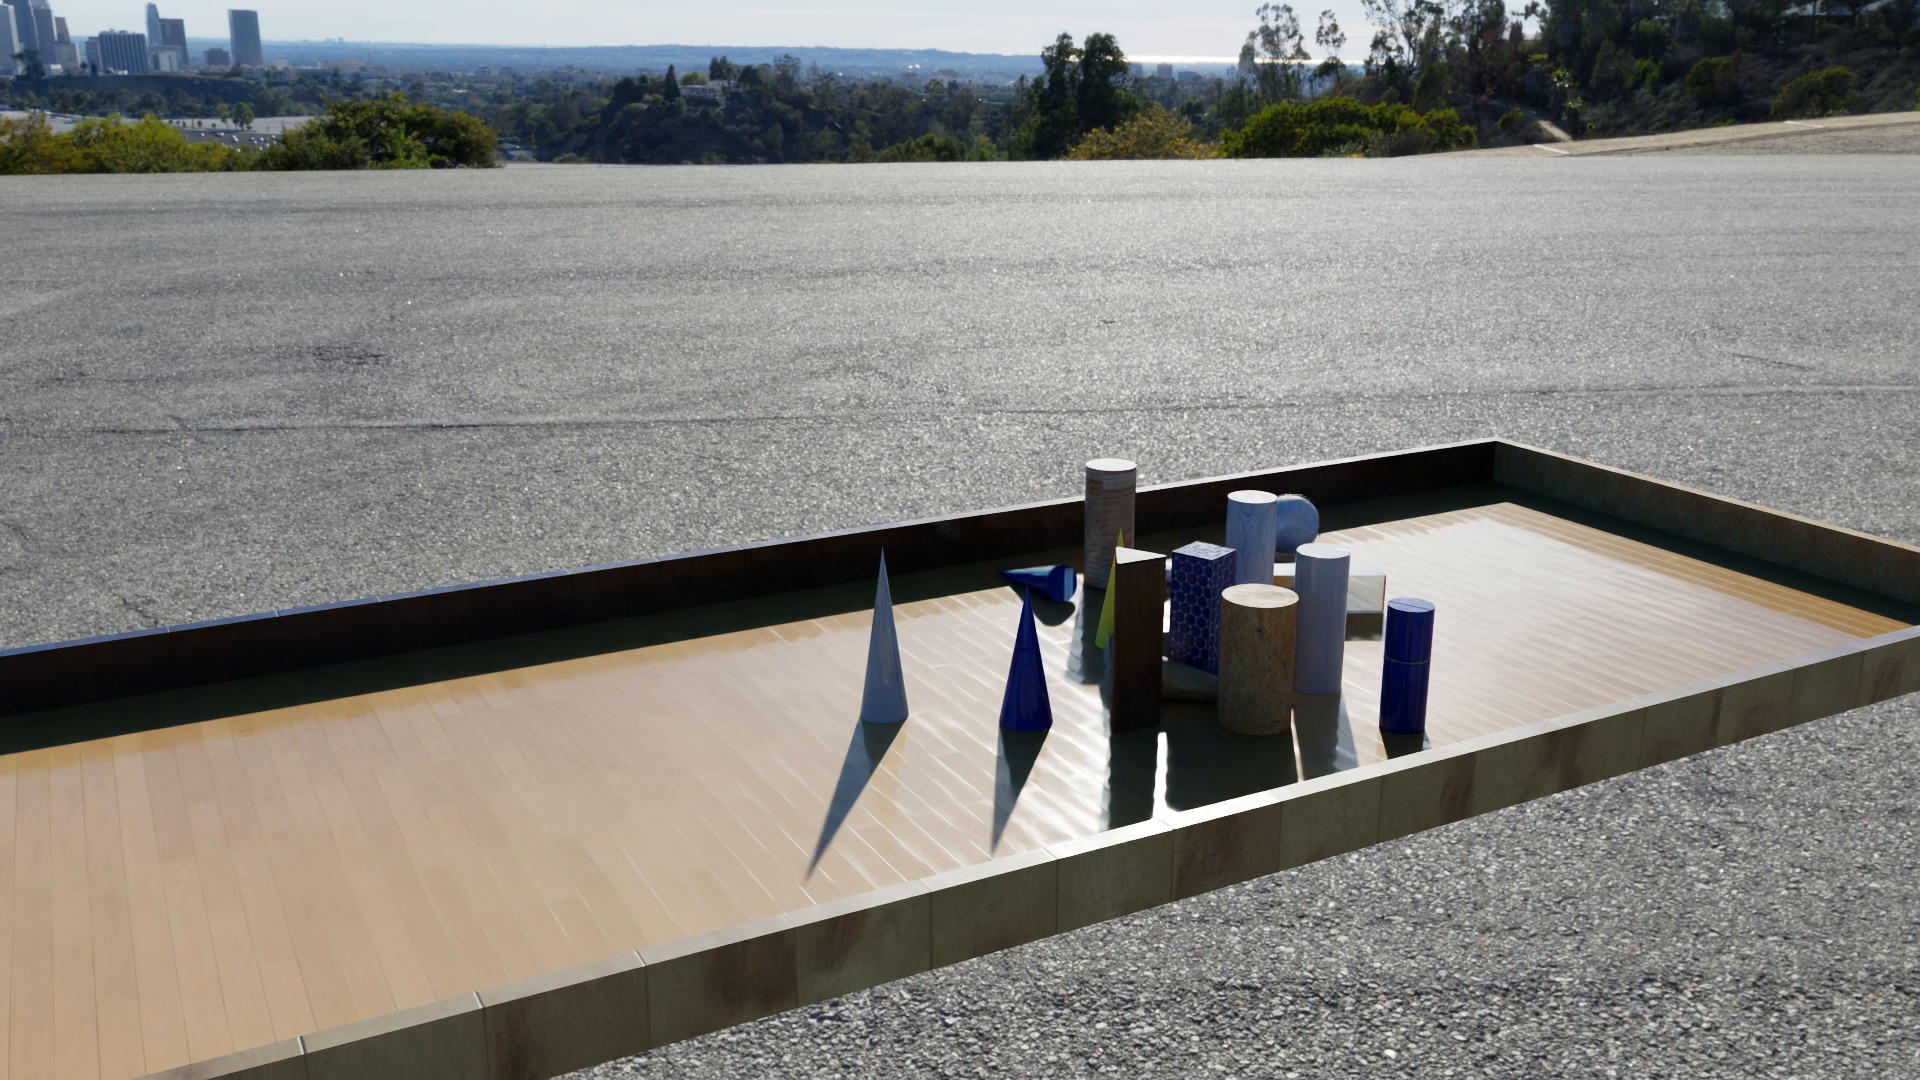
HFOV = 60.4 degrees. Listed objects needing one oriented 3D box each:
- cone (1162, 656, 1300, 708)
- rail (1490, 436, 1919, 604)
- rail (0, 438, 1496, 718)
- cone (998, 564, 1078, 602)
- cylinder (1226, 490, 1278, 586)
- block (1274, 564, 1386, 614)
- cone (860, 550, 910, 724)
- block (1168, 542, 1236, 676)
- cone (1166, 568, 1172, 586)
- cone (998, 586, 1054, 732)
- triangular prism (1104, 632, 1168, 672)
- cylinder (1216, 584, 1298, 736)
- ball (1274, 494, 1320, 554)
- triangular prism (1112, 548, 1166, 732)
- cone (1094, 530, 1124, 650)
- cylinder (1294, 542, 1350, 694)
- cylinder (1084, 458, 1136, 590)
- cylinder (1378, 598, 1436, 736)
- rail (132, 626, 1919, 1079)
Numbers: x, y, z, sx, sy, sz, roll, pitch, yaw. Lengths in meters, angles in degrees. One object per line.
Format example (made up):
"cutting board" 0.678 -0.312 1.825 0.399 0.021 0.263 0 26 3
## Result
"cone" 0.614 0.361 4.010 0.432 0.132 0.132 11 18 8
"rail" 2.466 -0.048 5.253 0.050 0.150 2.100 -9 18 -27
"rail" -3.305 0.497 3.399 12.000 0.150 0.050 -9 18 -27
"cone" 0.200 0.111 4.882 0.111 0.111 0.345 -10 9 -32
"cylinder" 0.760 0.085 4.336 0.128 0.411 0.128 0 16 0
"block" 0.985 0.137 4.691 0.421 0.112 0.112 0 16 0
"cone" -0.180 0.216 3.884 0.118 0.415 0.118 0 16 0
"block" 0.599 0.191 4.092 0.115 0.345 0.115 13 21 38
"cone" 0.620 0.109 4.890 0.361 0.106 0.106 -2 14 -39
"cone" 0.156 0.263 3.852 0.129 0.343 0.129 0 16 0
"triangular prism" 0.546 0.276 4.255 0.338 0.085 0.098 -2 17 -7
"cylinder" 0.694 0.278 3.857 0.175 0.311 0.175 0 16 0
"ball" 1.036 -0.049 5.185 0.189 0.189 0.189 0 16 0
"triangular prism" 0.390 0.228 3.847 0.128 0.413 0.111 -8 18 -26
"cone" 0.421 0.122 4.368 0.121 0.323 0.121 0 16 0
"cylinder" 0.887 0.194 4.074 0.130 0.350 0.130 0 16 0
"cylinder" 0.442 -0.046 4.866 0.149 0.363 0.149 0 16 0
"cylinder" 1.035 0.293 3.826 0.106 0.301 0.106 0 16 0
"rail" -2.336 1.006 1.665 12.000 0.150 0.050 -9 18 -27
